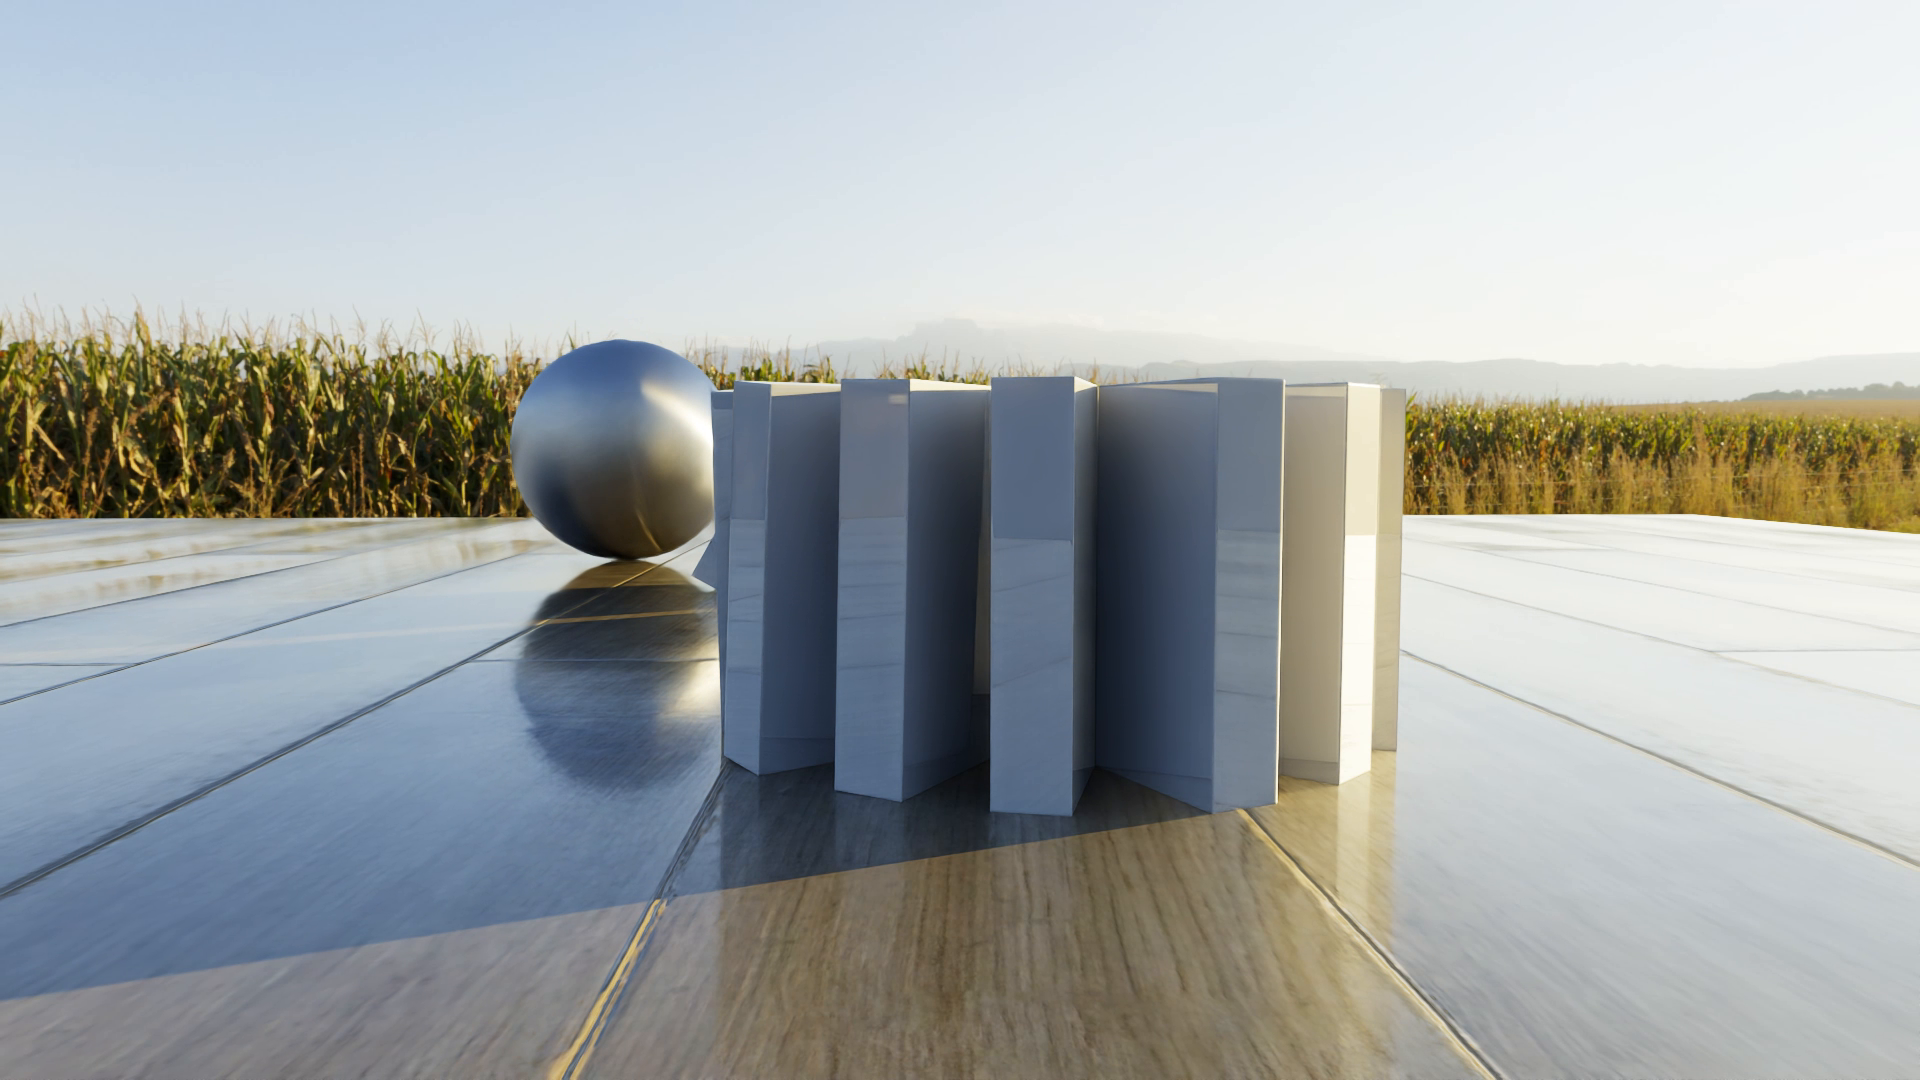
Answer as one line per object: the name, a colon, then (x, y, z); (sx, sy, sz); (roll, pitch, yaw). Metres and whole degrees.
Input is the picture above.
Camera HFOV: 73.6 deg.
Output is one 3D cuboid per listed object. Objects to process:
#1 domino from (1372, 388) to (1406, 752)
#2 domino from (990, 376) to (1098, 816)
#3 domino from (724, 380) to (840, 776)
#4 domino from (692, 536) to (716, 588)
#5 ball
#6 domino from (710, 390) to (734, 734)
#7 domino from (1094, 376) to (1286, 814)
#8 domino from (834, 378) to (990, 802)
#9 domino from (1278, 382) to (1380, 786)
domino: (0.050, 0.004, 0.184); (0.025, 0.050, 0.009); (1, 5, 19)
domino: (0.011, 0.006, 0.158); (0.010, 0.050, 0.025); (1, 4, 12)
domino: (-0.018, 0.004, 0.172); (0.025, 0.050, 0.009); (-3, 10, -37)
domino: (-0.062, -0.010, 0.382); (0.009, 0.050, 0.025); (29, 1, -7)
ball: (-0.121, -0.032, 0.466); (0.080, 0.080, 0.080); (0, 4, 0)
domino: (-0.023, 0.003, 0.189); (0.025, 0.050, 0.009); (0, 8, 4)
domino: (0.028, 0.006, 0.159); (0.009, 0.050, 0.025); (-2, 5, -26)
domino: (-0.005, 0.005, 0.164); (0.009, 0.050, 0.025); (4, 6, 28)
domino: (0.041, 0.005, 0.170); (0.025, 0.050, 0.009); (4, 6, 41)
